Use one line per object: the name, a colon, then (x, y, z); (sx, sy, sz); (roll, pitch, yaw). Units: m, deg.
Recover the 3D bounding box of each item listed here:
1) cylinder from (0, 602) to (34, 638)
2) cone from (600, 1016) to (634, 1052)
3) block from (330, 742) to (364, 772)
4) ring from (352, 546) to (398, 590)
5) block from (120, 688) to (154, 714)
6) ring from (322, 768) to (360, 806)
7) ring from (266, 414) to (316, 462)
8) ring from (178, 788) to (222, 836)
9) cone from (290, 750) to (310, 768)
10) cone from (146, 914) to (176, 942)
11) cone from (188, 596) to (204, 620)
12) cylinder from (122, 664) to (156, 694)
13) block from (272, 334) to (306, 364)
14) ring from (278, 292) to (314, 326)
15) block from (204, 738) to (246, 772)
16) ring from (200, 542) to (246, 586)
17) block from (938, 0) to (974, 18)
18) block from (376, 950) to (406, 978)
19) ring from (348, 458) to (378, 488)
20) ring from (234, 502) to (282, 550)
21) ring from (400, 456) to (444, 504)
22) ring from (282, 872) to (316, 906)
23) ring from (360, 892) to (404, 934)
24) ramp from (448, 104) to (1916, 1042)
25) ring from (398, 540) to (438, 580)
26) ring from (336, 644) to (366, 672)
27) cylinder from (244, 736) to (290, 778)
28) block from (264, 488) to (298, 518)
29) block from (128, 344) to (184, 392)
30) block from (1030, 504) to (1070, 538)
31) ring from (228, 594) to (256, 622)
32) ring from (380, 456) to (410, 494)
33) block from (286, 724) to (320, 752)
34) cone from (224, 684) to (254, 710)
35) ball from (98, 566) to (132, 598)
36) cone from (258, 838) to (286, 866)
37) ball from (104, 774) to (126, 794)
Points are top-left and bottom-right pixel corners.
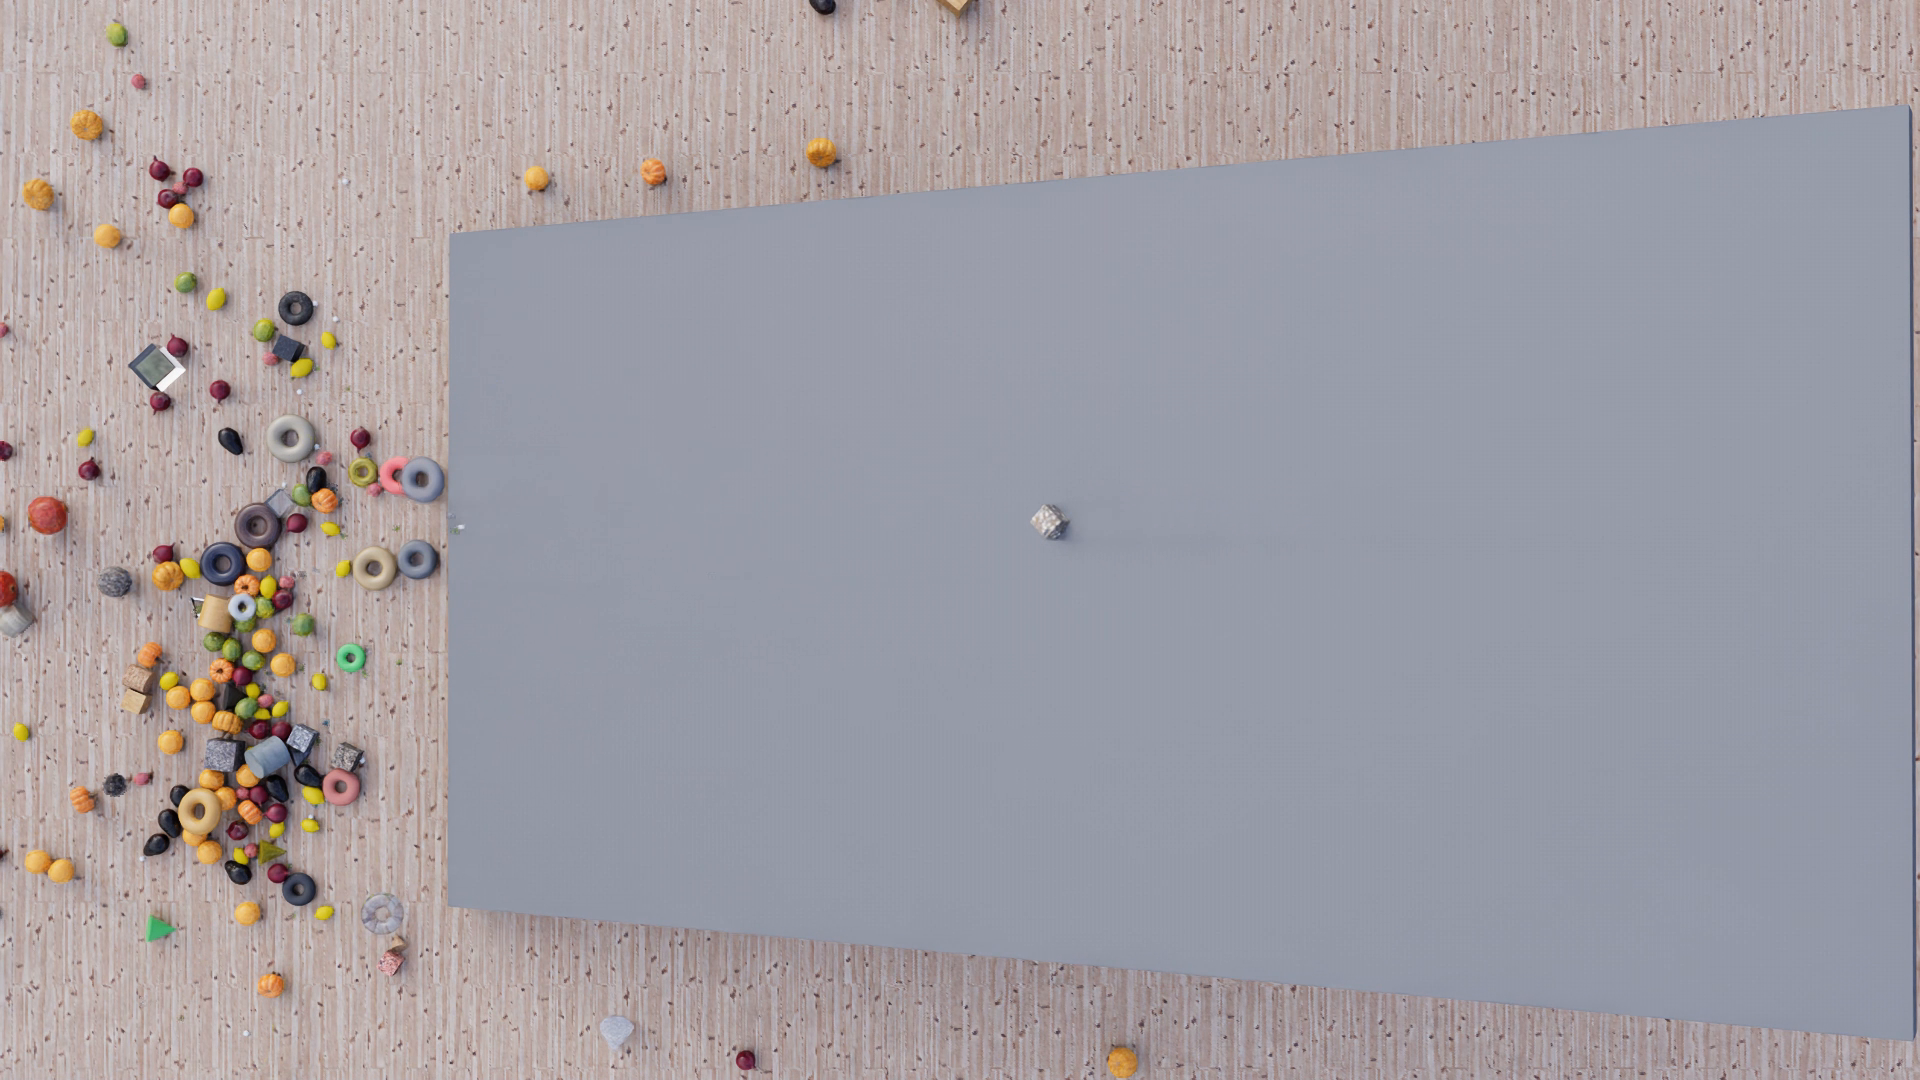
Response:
cylinder: (-2.833, 0.239, 6.586); (0.075, 0.075, 0.075); (-40, 90, 0)
cone: (-1.031, 1.499, 6.588); (0.099, 0.099, 0.099); (8, 116, 0)
block: (-1.835, 0.650, 6.587); (0.064, 0.064, 0.064); (25, 89, 0)
ring: (-1.757, 0.086, 6.603); (0.135, 0.045, 0.135); (0, 90, 1)
block: (-2.468, 0.483, 6.591); (0.060, 0.060, 0.060); (23, 89, 0)
ring: (-1.857, 0.741, 6.599); (0.114, 0.038, 0.114); (0, 90, 1)
ring: (-2.010, -0.305, 6.605); (0.148, 0.049, 0.148); (0, 90, -1)
ring: (-2.260, 0.807, 6.540); (0.142, 0.047, 0.142); (-2, 83, 17)
cone: (-1.974, 0.646, 6.606); (0.059, 0.059, 0.059); (-21, 89, -27)
cone: (-2.390, 1.166, 6.595); (0.082, 0.082, 0.082); (8, 89, -27)
cone: (-2.270, 0.196, 6.607); (0.072, 0.072, 0.072); (-15, 89, -27)
cylinder: (-2.460, 0.416, 6.587); (0.069, 0.069, 0.069); (23, 89, 0)
block: (-2.015, -0.573, 6.601); (0.062, 0.062, 0.062); (26, 89, 0)
ring: (-1.999, -0.697, 6.616); (0.105, 0.035, 0.105); (0, 91, 0)
block: (-2.198, 0.642, 6.576); (0.086, 0.086, 0.086); (7, 89, 0)
ring: (-2.213, 0.072, 6.603); (0.136, 0.045, 0.136); (0, 91, 0)
block: (-0.010, -1.643, 6.595); (0.096, 0.096, 0.096); (39, 90, 0)
block: (-1.705, 1.266, 6.585); (0.055, 0.055, 0.055); (32, 89, 0)
ring: (-1.794, -0.204, 6.613); (0.091, 0.030, 0.091); (0, 91, -1)
ring: (-2.107, -0.042, 6.603); (0.143, 0.048, 0.143); (0, 91, -1)
ring: (-1.604, -0.178, 6.561); (0.139, 0.046, 0.139); (1, 93, 13)
ring: (-1.984, 1.048, 6.598); (0.101, 0.034, 0.101); (0, 91, 1)
ring: (-1.732, 1.120, 6.593); (0.129, 0.043, 0.129); (0, 90, -1)
ramp: (0.278, 0.078, 5.658); (4.000, 0.100, 2.000); (0, 89, 27)
ring: (-1.630, 0.059, 6.605); (0.120, 0.040, 0.120); (0, 89, 1)
ring: (-1.830, 0.354, 6.608); (0.087, 0.029, 0.087); (0, 91, 0)
cylinder: (-2.064, 0.647, 6.553); (0.094, 0.094, 0.094); (-33, 89, -39)
block: (-2.034, -0.110, 6.596); (0.063, 0.063, 0.063); (-44, 90, 0)
block: (-2.404, -0.516, 6.582); (0.098, 0.098, 0.098); (-43, 90, 0)
block: (0.229, -0.046, 5.594); (0.061, 0.061, 0.061); (46, 109, 20)
ring: (-2.139, 0.202, 6.554); (0.081, 0.027, 0.081); (6, 79, -33)
ring: (-1.687, -0.194, 6.609); (0.114, 0.038, 0.114); (0, 89, -4)
block: (-1.968, 0.593, 6.588); (0.062, 0.062, 0.062); (27, 89, 0)
cone: (-2.161, 0.475, 6.602); (0.084, 0.084, 0.084); (8, 89, -27)
ball: (-2.527, 0.126, 6.579); (0.091, 0.091, 0.091); (0, 89, 0)
cone: (-2.058, 0.936, 6.598); (0.080, 0.080, 0.080); (3, 89, -27)
ball: (-2.529, 0.732, 6.587); (0.062, 0.062, 0.062); (0, 89, 0)
